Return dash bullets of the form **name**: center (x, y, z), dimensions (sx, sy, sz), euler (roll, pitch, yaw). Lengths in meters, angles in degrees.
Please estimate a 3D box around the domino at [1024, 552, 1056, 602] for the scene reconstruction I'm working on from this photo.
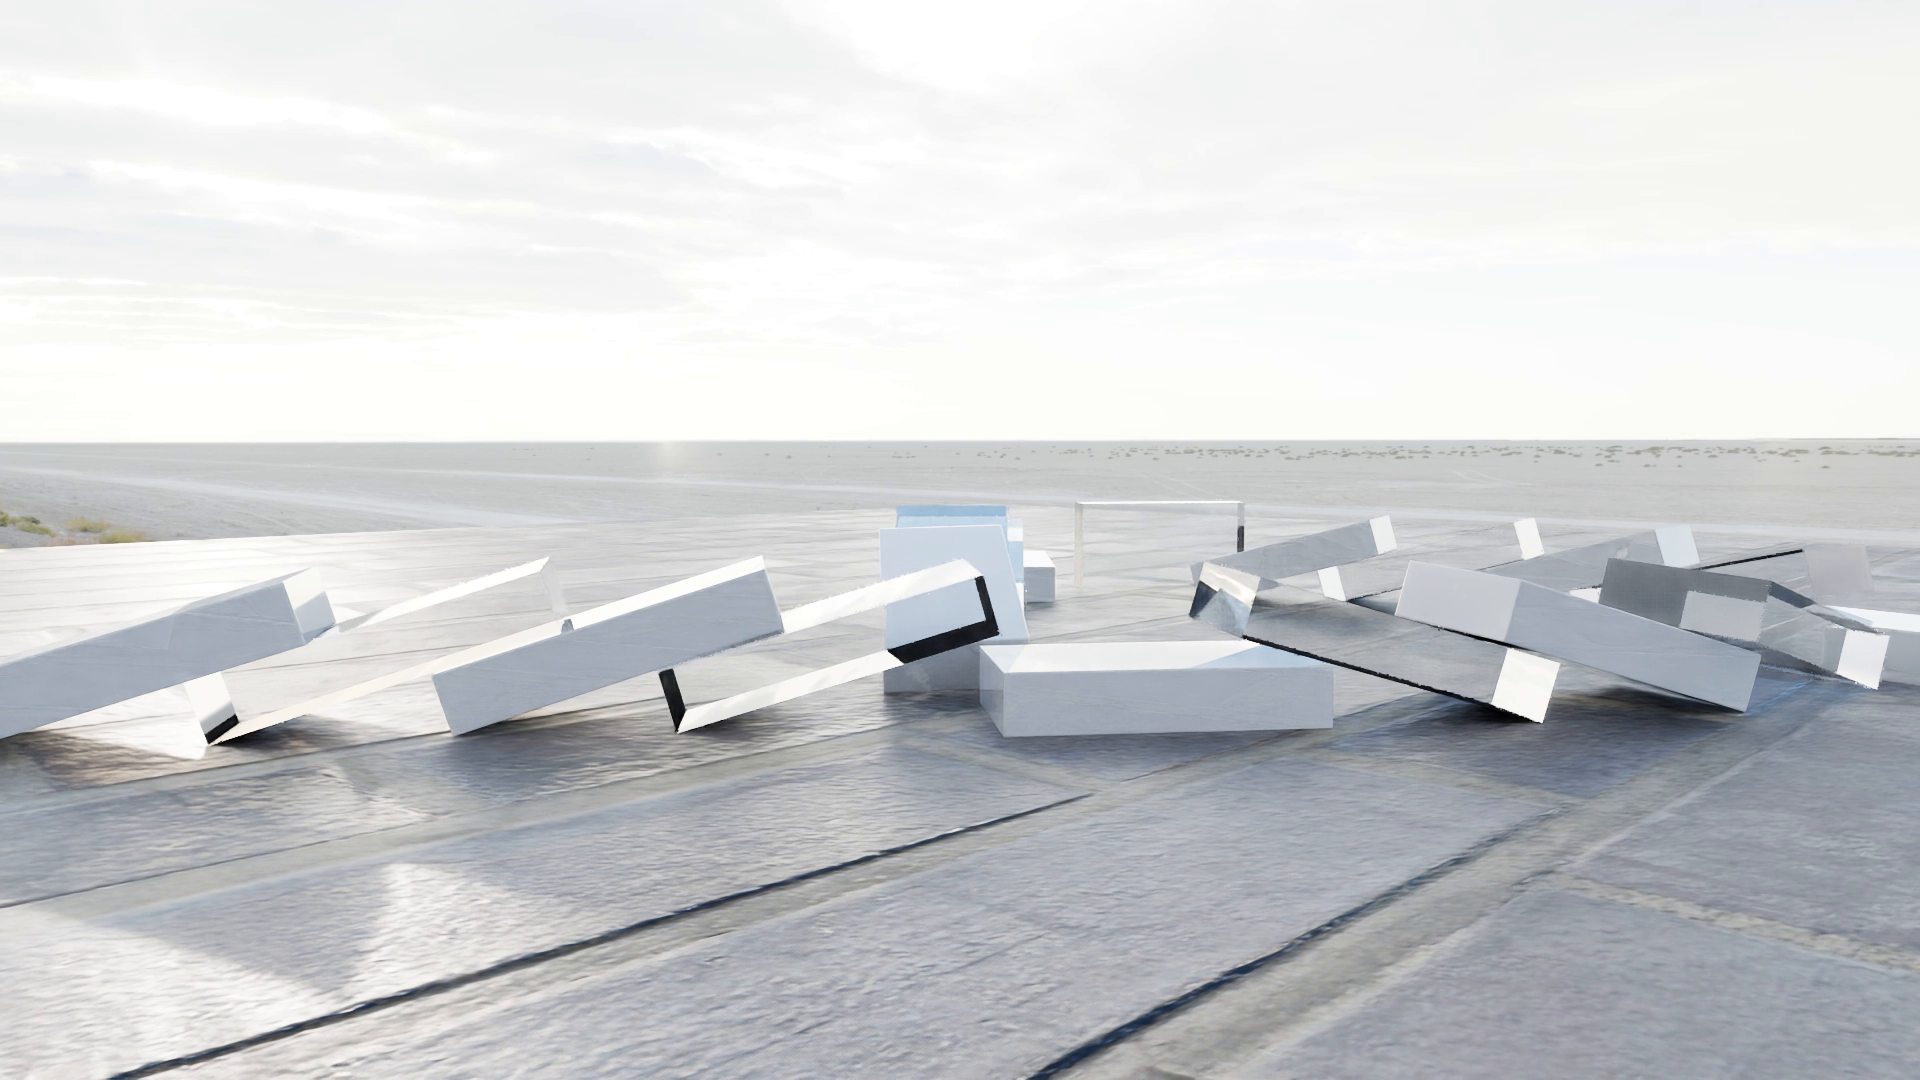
- **domino**: center (0.013, 0.010, 0.371), dimensions (0.025, 0.009, 0.050), euler (0, 4, 0)

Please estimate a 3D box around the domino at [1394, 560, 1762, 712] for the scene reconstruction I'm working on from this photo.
- **domino**: center (0.099, 0.015, 0.207), dimensions (0.050, 0.009, 0.025), euler (15, 1, -20)

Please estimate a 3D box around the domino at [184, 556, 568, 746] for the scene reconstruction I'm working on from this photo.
- **domino**: center (-0.087, 0.016, 0.198), dimensions (0.050, 0.009, 0.025), euler (-18, 8, -12)

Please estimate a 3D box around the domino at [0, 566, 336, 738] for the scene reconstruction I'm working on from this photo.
- **domino**: center (-0.121, 0.017, 0.187), dimensions (0.050, 0.009, 0.025), euler (-18, 9, -15)

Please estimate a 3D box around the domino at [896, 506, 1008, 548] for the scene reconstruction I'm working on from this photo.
- **domino**: center (-0.002, 0.006, 0.277), dimensions (0.025, 0.009, 0.050), euler (0, 23, 1)

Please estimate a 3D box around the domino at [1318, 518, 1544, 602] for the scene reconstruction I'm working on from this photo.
- **domino**: center (0.122, 0.006, 0.334), dimensions (0.050, 0.009, 0.025), euler (-17, -6, 34)

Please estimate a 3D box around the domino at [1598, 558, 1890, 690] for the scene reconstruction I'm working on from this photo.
- **domino**: center (0.134, 0.014, 0.218), dimensions (0.050, 0.009, 0.025), euler (15, -1, -36)

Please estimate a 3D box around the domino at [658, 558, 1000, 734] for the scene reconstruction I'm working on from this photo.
- **domino**: center (-0.021, 0.016, 0.203), dimensions (0.050, 0.009, 0.025), euler (-17, 7, -5)

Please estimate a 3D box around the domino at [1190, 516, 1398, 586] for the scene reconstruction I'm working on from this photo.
- **domino**: center (0.092, 0.005, 0.353), dimensions (0.050, 0.010, 0.025), euler (-16, -4, 29)

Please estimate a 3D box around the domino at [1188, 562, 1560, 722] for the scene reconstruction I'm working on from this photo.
- **domino**: center (0.065, 0.016, 0.204), dimensions (0.050, 0.010, 0.025), euler (16, 2, -9)

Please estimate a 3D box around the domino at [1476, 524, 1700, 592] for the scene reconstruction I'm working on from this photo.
- **domino**: center (0.146, 0.008, 0.308), dimensions (0.025, 0.009, 0.050), euler (-4, -11, -45)

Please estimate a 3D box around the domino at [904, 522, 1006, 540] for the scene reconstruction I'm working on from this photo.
- **domino**: center (-0.002, 0.009, 0.299), dimensions (0.025, 0.009, 0.050), euler (0, 21, 1)

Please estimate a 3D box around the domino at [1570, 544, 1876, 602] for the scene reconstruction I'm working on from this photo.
- **domino**: center (0.163, 0.011, 0.277), dimensions (0.025, 0.009, 0.050), euler (-3, -10, -32)

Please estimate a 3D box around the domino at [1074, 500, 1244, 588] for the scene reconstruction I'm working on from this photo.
- **domino**: center (0.060, 0.001, 0.386), dimensions (0.050, 0.025, 0.009), euler (-1, 4, -9)

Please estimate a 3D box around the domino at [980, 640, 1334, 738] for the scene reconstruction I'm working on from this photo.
- **domino**: center (0.030, 0.023, 0.201), dimensions (0.050, 0.009, 0.025), euler (-1, 4, -7)

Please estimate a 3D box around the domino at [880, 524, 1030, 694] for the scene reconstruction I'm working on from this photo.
- **domino**: center (-0.002, 0.012, 0.241), dimensions (0.025, 0.009, 0.050), euler (-2, 23, -3)

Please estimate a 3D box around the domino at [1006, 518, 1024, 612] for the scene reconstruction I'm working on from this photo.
- **domino**: center (0.004, 0.007, 0.333), dimensions (0.025, 0.010, 0.050), euler (0, 19, 2)

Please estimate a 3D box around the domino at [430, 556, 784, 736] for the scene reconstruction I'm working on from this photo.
- **domino**: center (-0.053, 0.016, 0.201), dimensions (0.050, 0.009, 0.025), euler (-18, 7, -8)

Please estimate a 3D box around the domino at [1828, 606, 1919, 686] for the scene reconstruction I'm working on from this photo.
- **domino**: center (0.175, 0.020, 0.240), dimensions (0.025, 0.009, 0.050), euler (-2, 5, -28)
